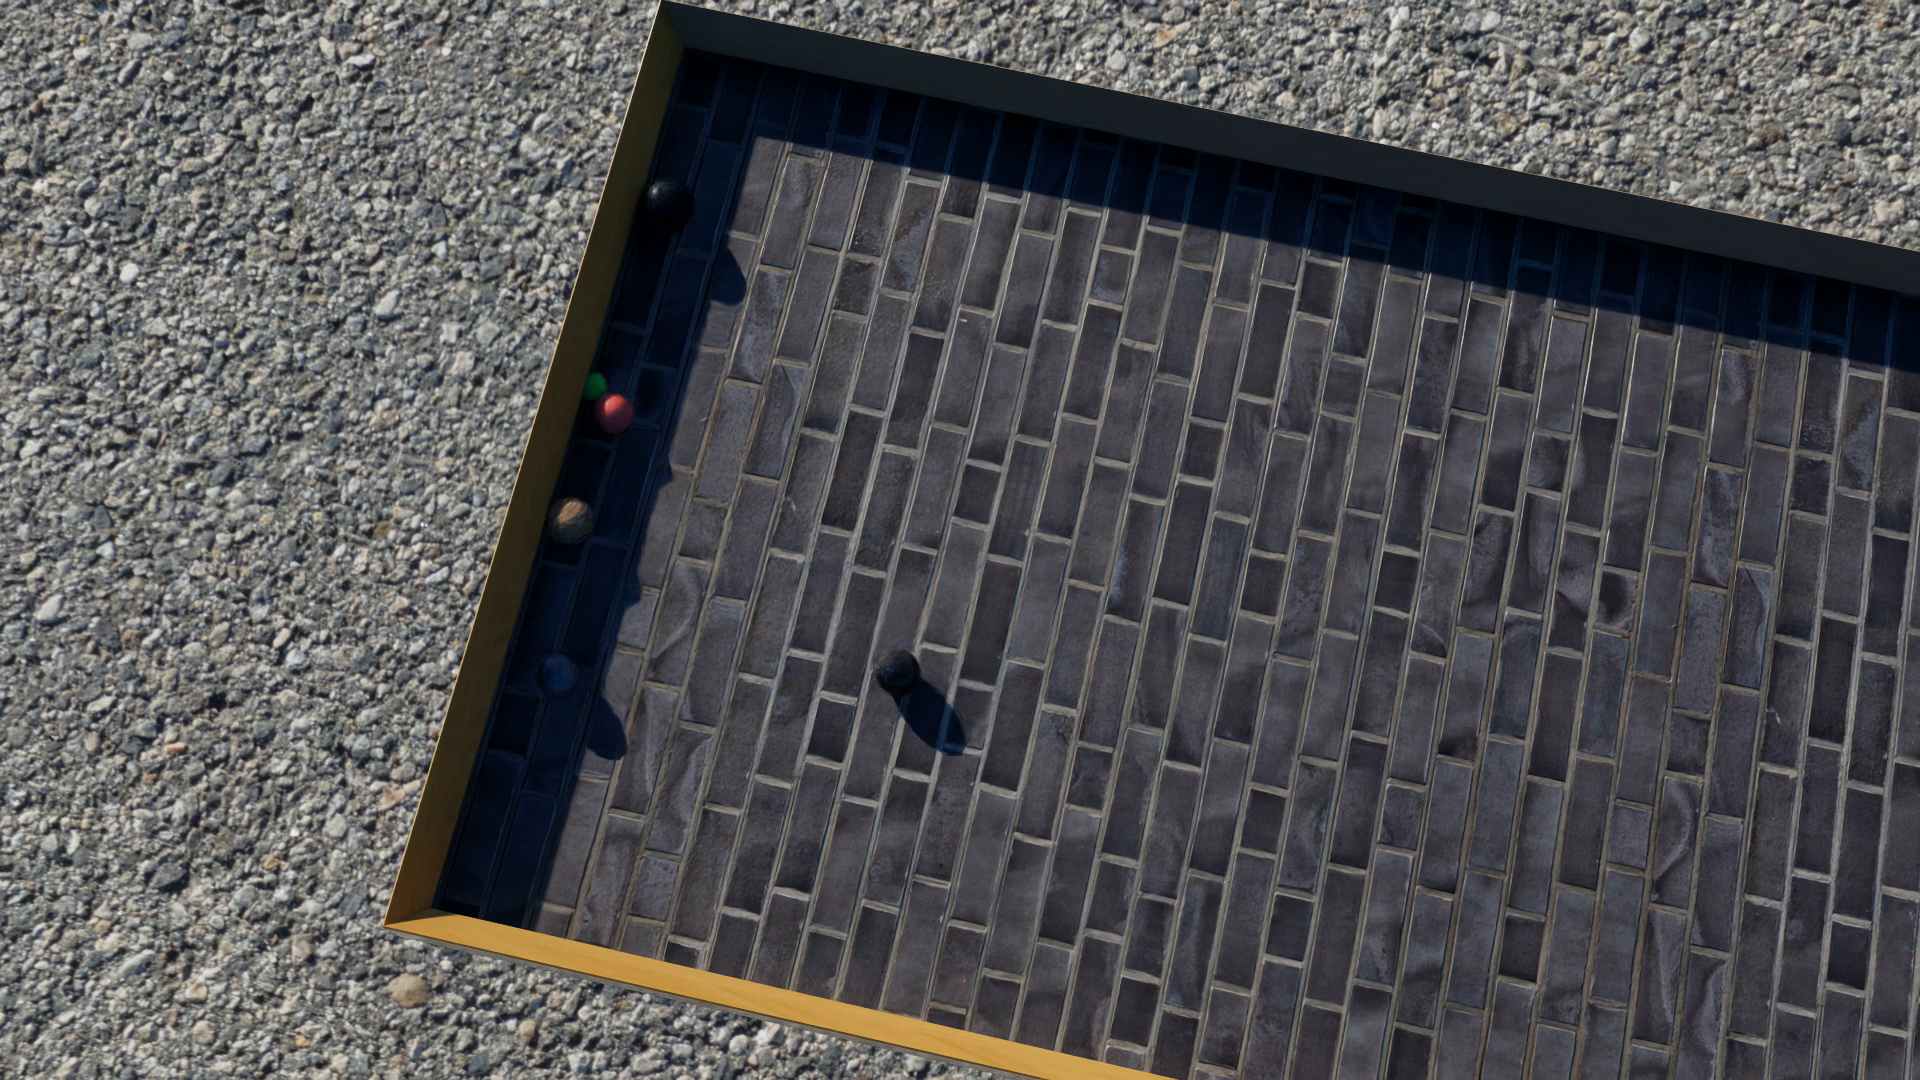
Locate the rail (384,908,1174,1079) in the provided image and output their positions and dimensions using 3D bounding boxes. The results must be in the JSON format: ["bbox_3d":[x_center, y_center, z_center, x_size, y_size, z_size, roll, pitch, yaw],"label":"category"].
[{"bbox_3d":[0.492,0.828,3.105,2.688,0.112,0.045,12,73,4],"label":"rail"}]

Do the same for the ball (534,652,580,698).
[{"bbox_3d":[-0.608,0.203,3.320,0.071,0.071,0.071,0,73,0],"label":"ball"}]

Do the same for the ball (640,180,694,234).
[{"bbox_3d":[-0.473,-0.537,3.540,0.086,0.086,0.086,0,73,0],"label":"ball"}]

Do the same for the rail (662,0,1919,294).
[{"bbox_3d":[0.819,-0.560,3.532,2.688,0.112,0.045,12,73,4],"label":"rail"}]

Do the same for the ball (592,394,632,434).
[{"bbox_3d":[-0.545,-0.198,3.448,0.063,0.063,0.063,0,73,0],"label":"ball"}]

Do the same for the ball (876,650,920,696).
[{"bbox_3d":[-0.094,0.200,3.322,0.069,0.069,0.069,0,73,0],"label":"ball"}]

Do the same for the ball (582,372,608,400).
[{"bbox_3d":[-0.578,-0.243,3.470,0.046,0.046,0.046,0,73,0],"label":"ball"}]

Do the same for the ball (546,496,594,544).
[{"bbox_3d":[-0.601,-0.030,3.390,0.074,0.074,0.074,0,73,0],"label":"ball"}]

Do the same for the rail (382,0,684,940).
[{"bbox_3d":[-0.633,-0.143,3.404,0.045,0.112,1.536,12,73,4],"label":"rail"}]
